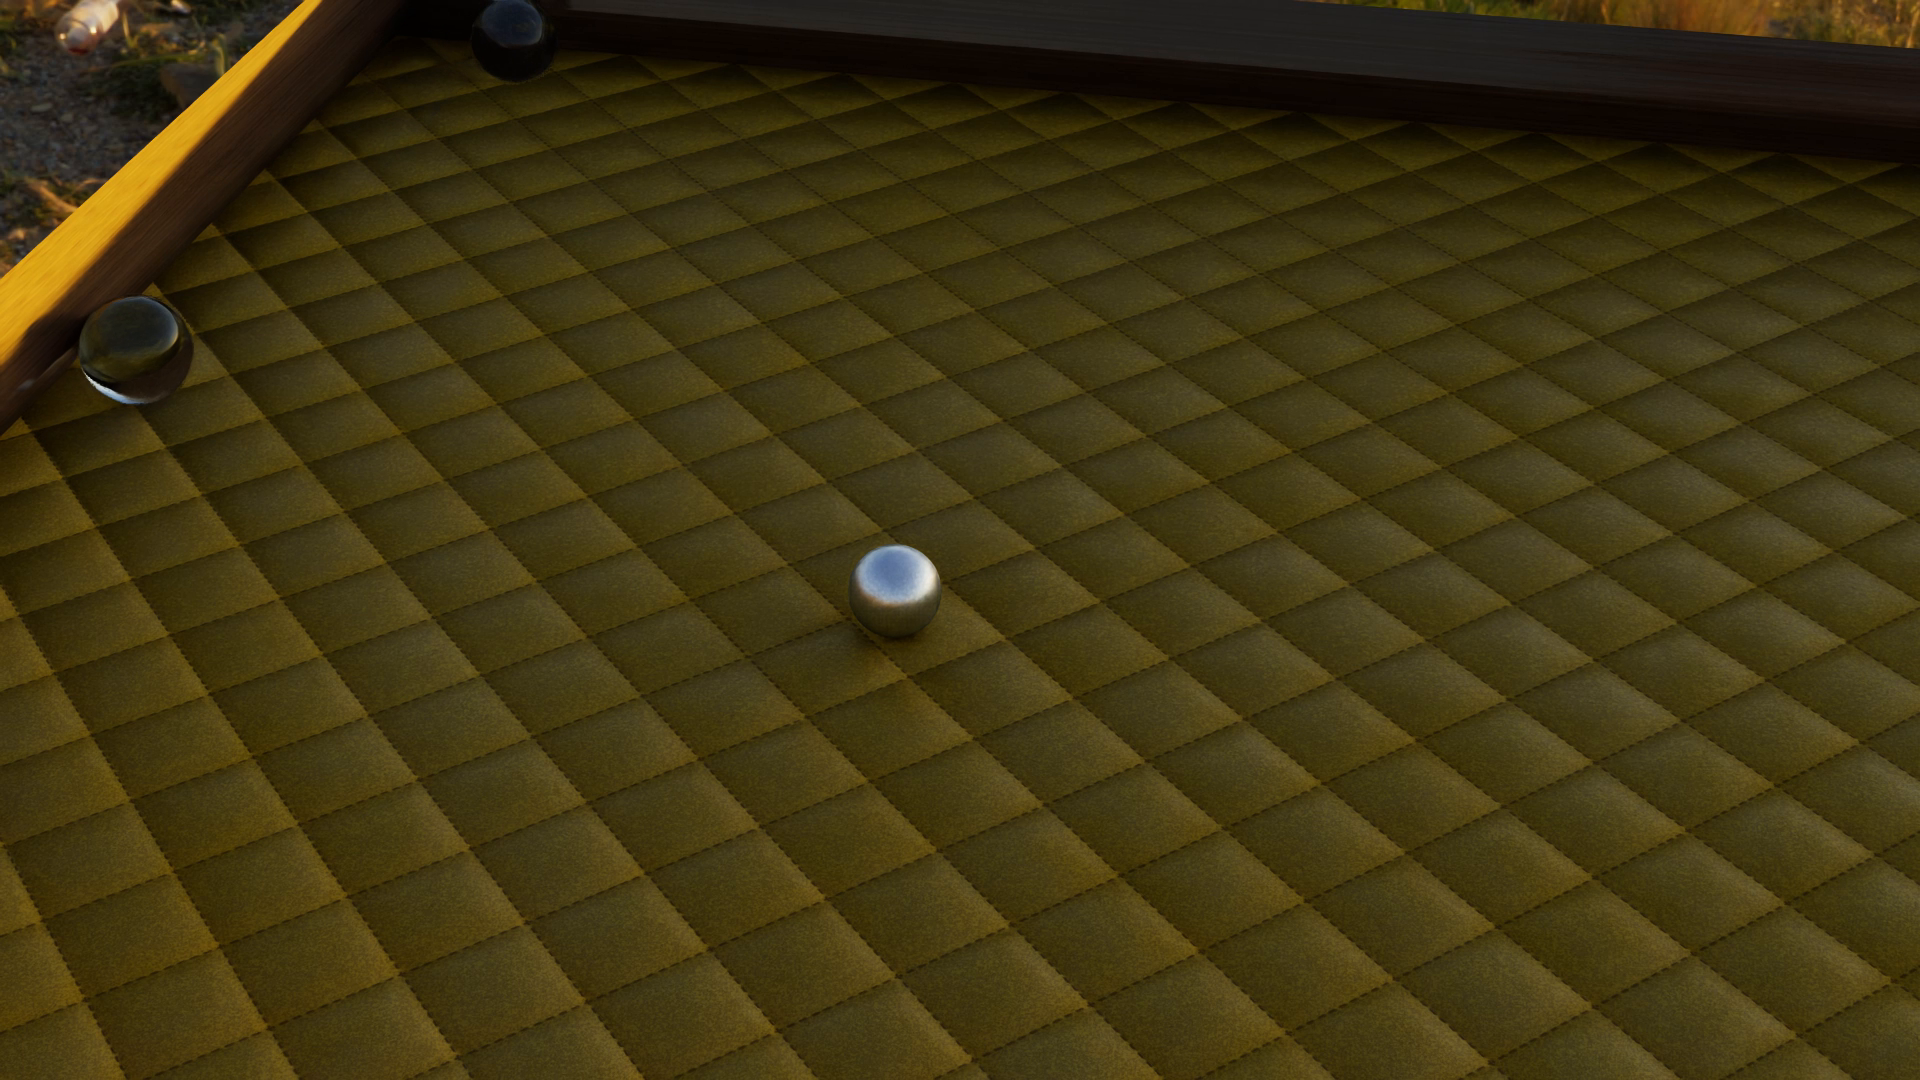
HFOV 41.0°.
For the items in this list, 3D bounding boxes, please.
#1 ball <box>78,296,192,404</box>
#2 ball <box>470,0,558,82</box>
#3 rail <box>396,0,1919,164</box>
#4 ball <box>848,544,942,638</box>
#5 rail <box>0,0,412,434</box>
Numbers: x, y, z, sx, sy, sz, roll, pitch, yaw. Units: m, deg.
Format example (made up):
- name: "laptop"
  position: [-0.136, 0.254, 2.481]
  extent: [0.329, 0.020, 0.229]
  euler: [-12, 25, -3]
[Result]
- name: "ball"
  position: [-0.714, -0.165, 2.221]
  extent: [0.095, 0.095, 0.095]
  euler: [0, 34, 0]
- name: "ball"
  position: [-0.484, -0.544, 2.786]
  extent: [0.093, 0.093, 0.093]
  euler: [0, 34, 0]
- name: "rail"
  position: [1.018, -0.421, 2.576]
  extent: [3.401, 0.123, 0.045]
  euler: [7, 35, 10]
- name: "ball"
  position: [-0.049, 0.039, 1.940]
  extent: [0.071, 0.071, 0.071]
  euler: [0, 34, 0]
- name: "rail"
  position: [-0.809, -0.111, 2.115]
  extent: [0.045, 0.123, 1.877]
  euler: [7, 35, 10]
